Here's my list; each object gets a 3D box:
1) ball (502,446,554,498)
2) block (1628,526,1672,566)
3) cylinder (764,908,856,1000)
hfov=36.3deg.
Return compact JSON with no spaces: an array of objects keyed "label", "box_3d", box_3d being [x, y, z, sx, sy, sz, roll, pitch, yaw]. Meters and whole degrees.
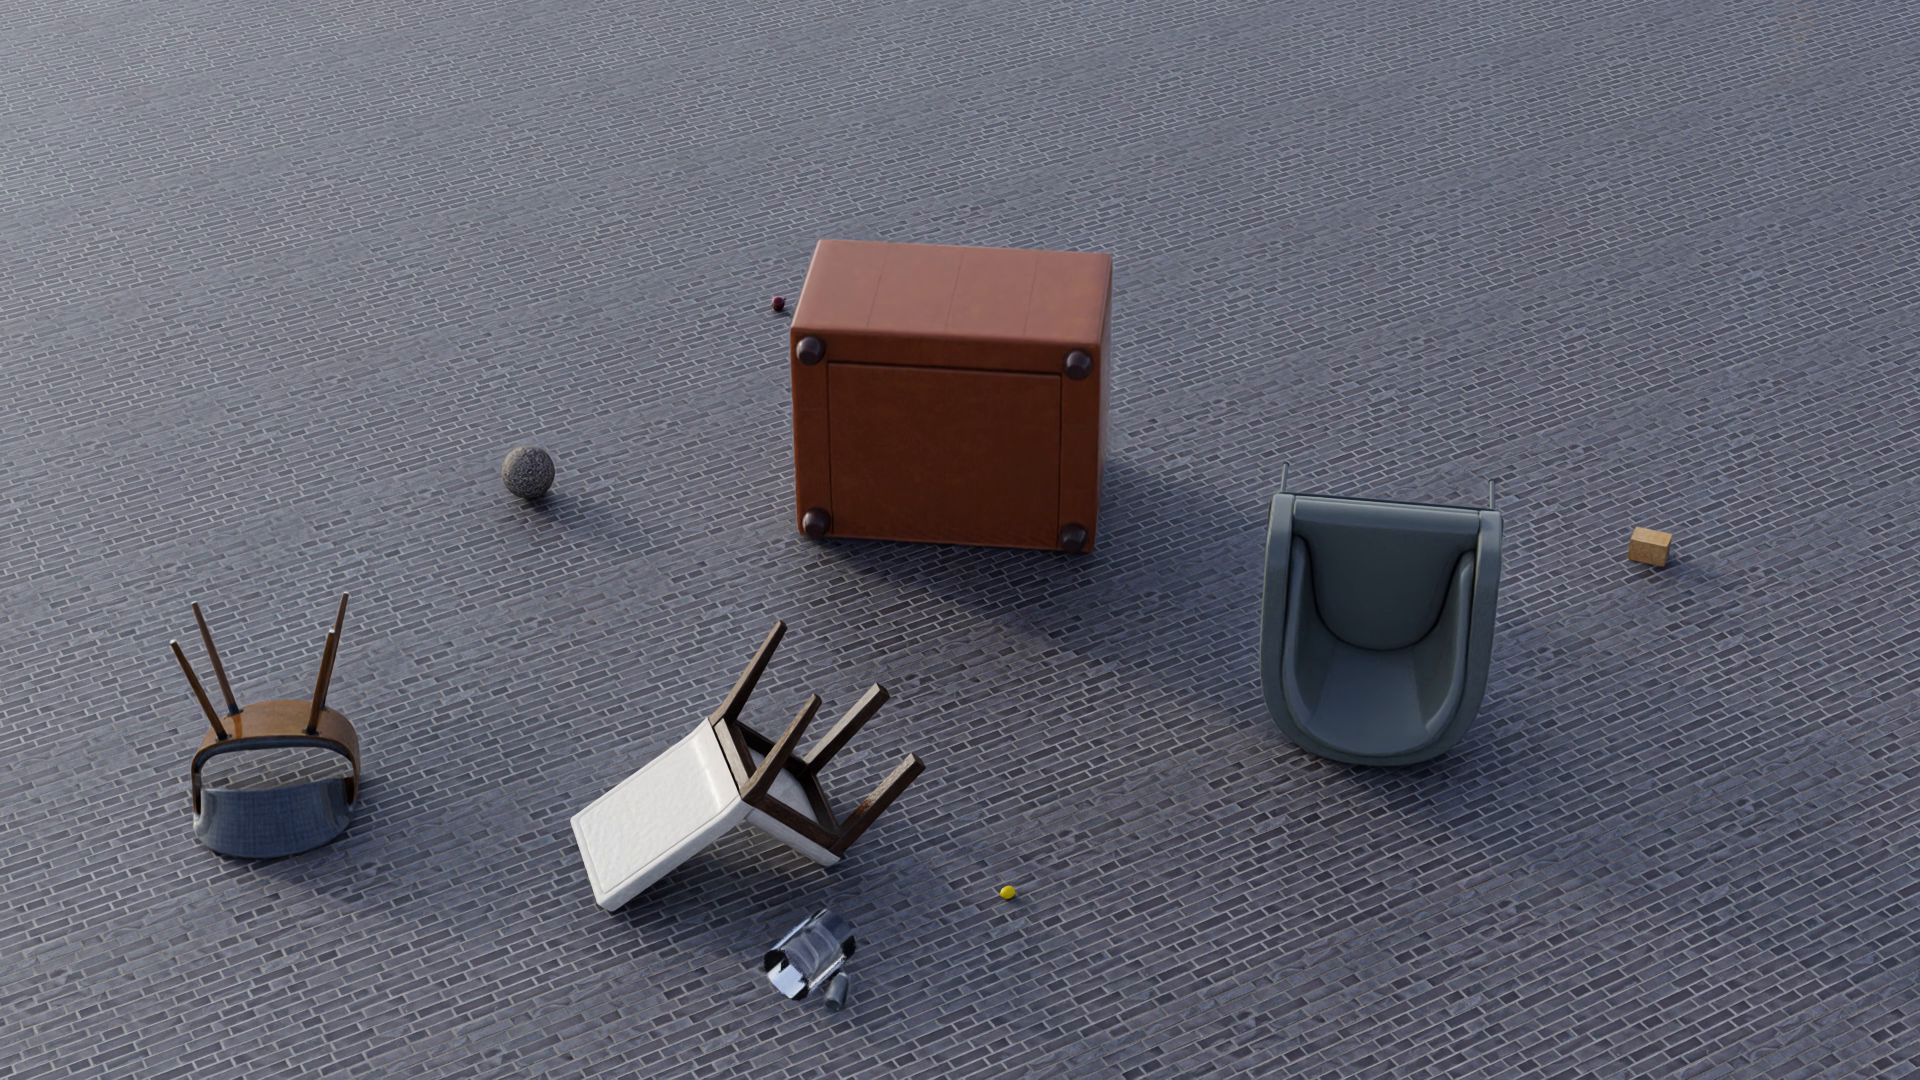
[{"label":"ball","box_3d":[-1.643,-0.259,11.153,0.202,0.202,0.202,0,33,0]},{"label":"block","box_3d":[2.548,0.024,10.828,0.134,0.088,0.093,13,36,19]},{"label":"cylinder","box_3d":[-0.454,1.254,8.884,0.178,0.169,0.230,54,47,-1]}]
